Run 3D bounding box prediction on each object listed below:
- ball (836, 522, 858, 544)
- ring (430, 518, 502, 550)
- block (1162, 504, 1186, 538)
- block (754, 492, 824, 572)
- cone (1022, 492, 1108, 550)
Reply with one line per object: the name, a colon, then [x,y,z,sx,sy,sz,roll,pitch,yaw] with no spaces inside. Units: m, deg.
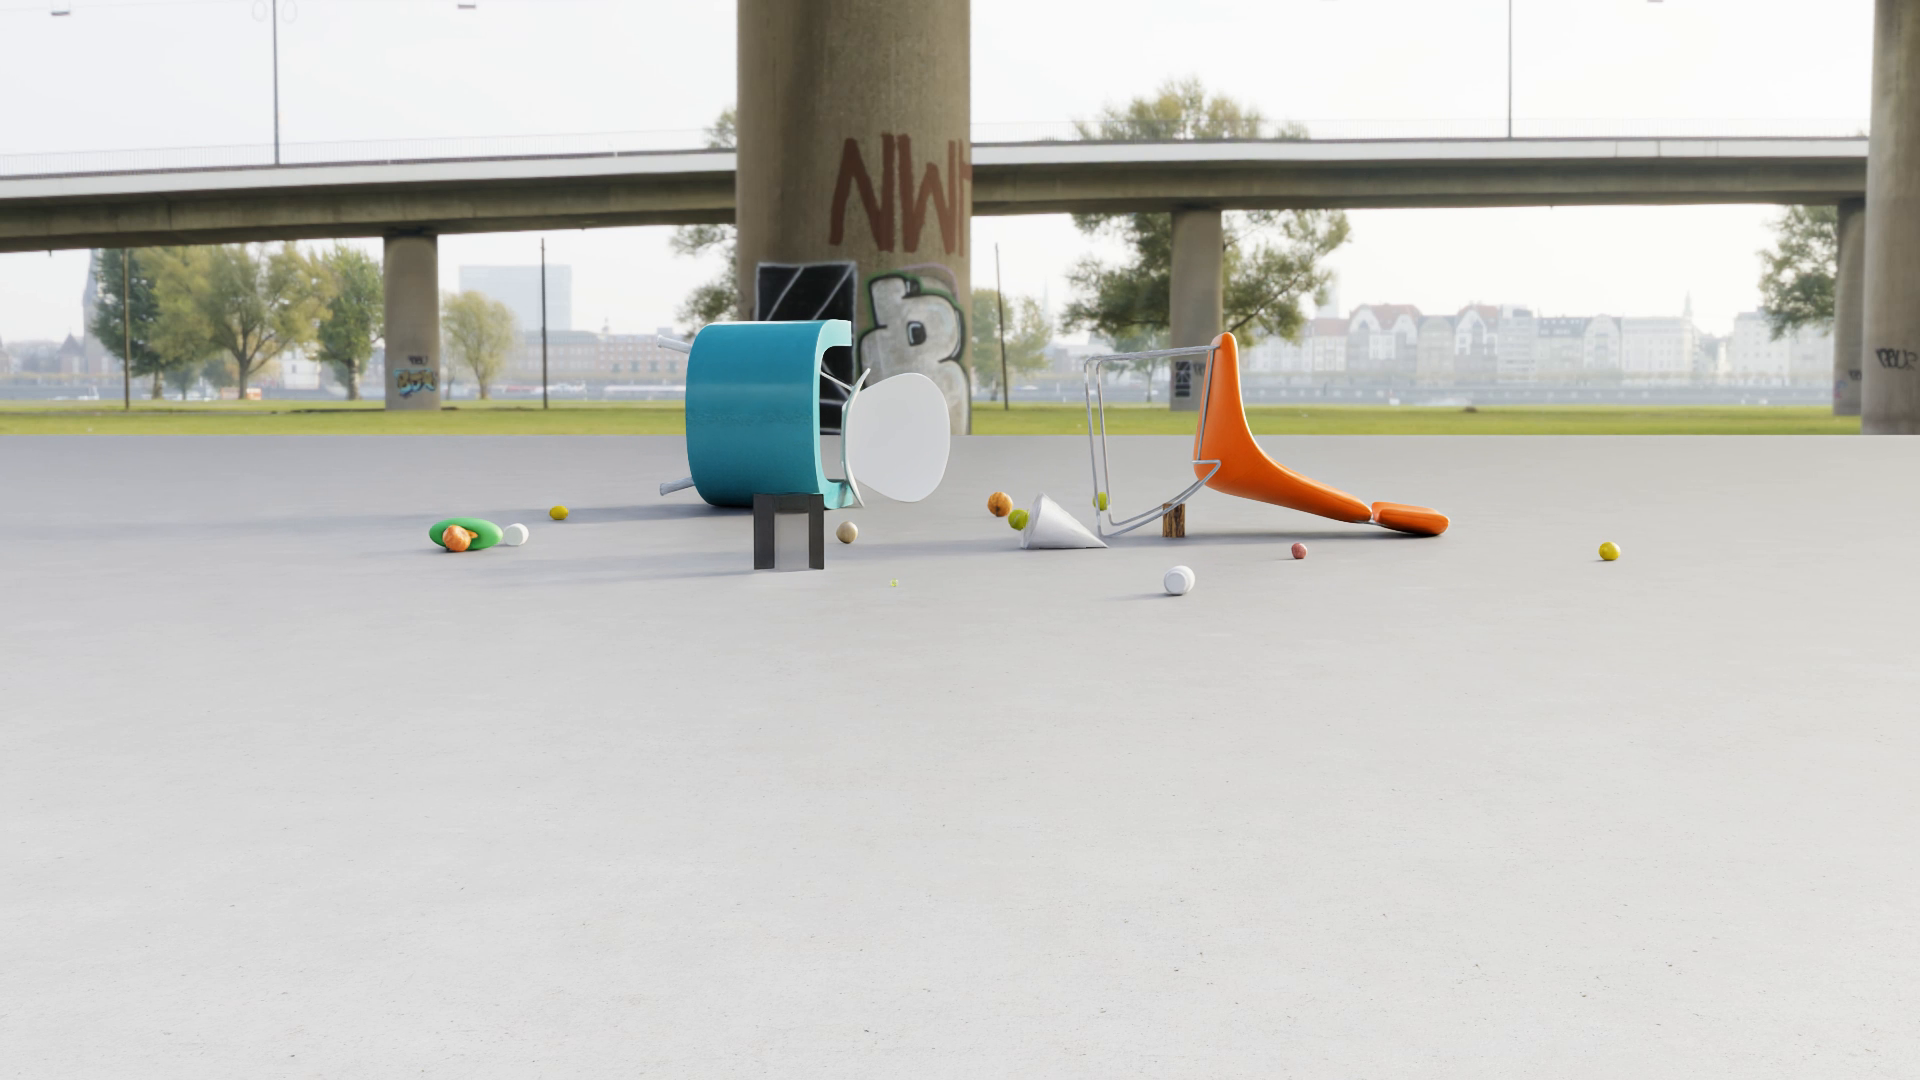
ball: [-0.329,-0.022,6.404,0.064,0.064,0.064,0,4,0]
ring: [-1.380,-0.017,6.141,0.208,0.091,0.069,2,17,3]
block: [0.650,-0.060,6.678,0.066,0.102,0.038,1,4,10]
block: [-0.425,-0.020,5.461,0.136,0.189,0.109,-3,5,-41]
cone: [0.314,-0.017,6.208,0.234,0.158,0.238,20,21,-6]
